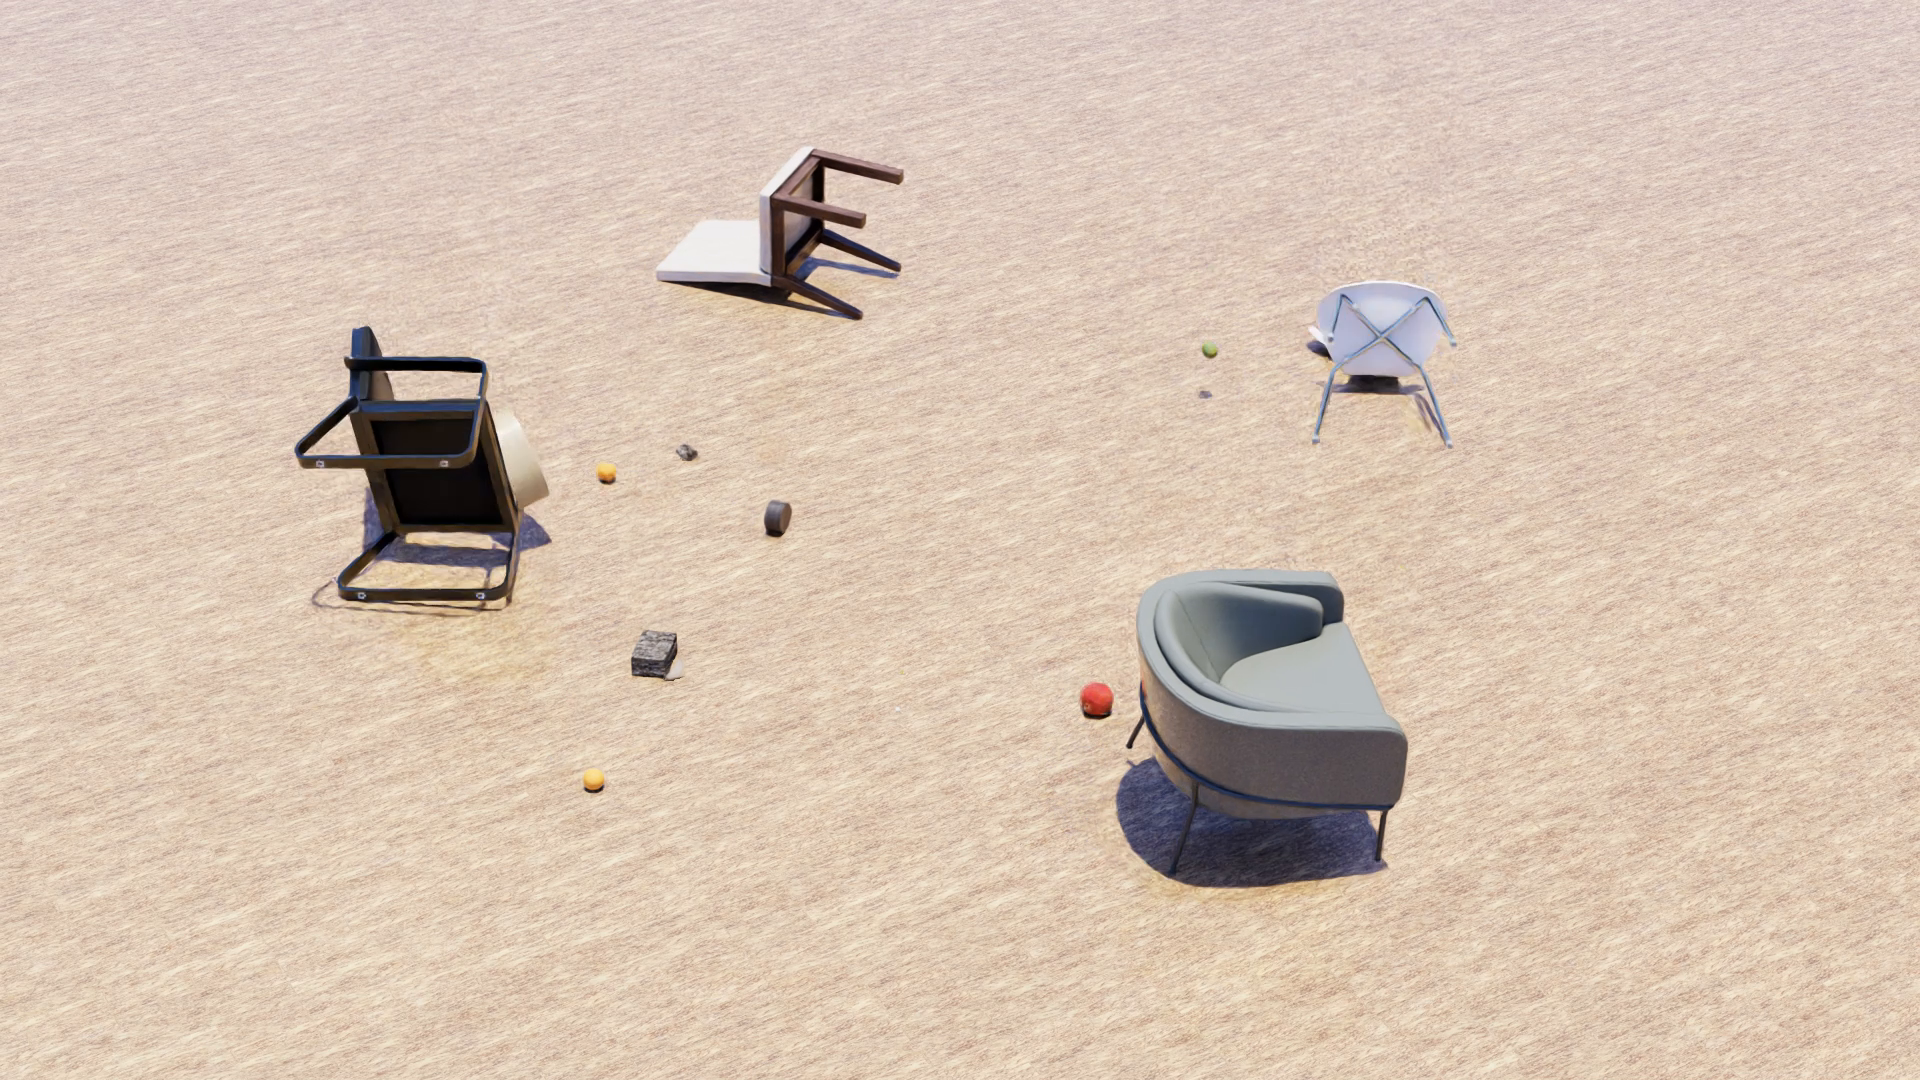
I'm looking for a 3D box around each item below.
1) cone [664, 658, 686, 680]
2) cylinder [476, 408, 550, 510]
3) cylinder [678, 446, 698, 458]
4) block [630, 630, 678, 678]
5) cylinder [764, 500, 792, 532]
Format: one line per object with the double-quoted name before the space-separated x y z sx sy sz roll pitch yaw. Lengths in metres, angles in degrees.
"cone" -0.979 0.461 10.224 0.053 0.048 0.122 32 44 1
"cylinder" -1.647 -0.298 10.801 0.127 0.357 0.228 -26 5 -15
"cylinder" -1.062 -0.344 11.432 0.071 0.037 0.059 2 48 50
"block" -1.070 0.400 10.264 0.122 0.081 0.168 5 34 8
"cylinder" -0.682 -0.087 10.975 0.063 0.111 0.113 11 4 16
